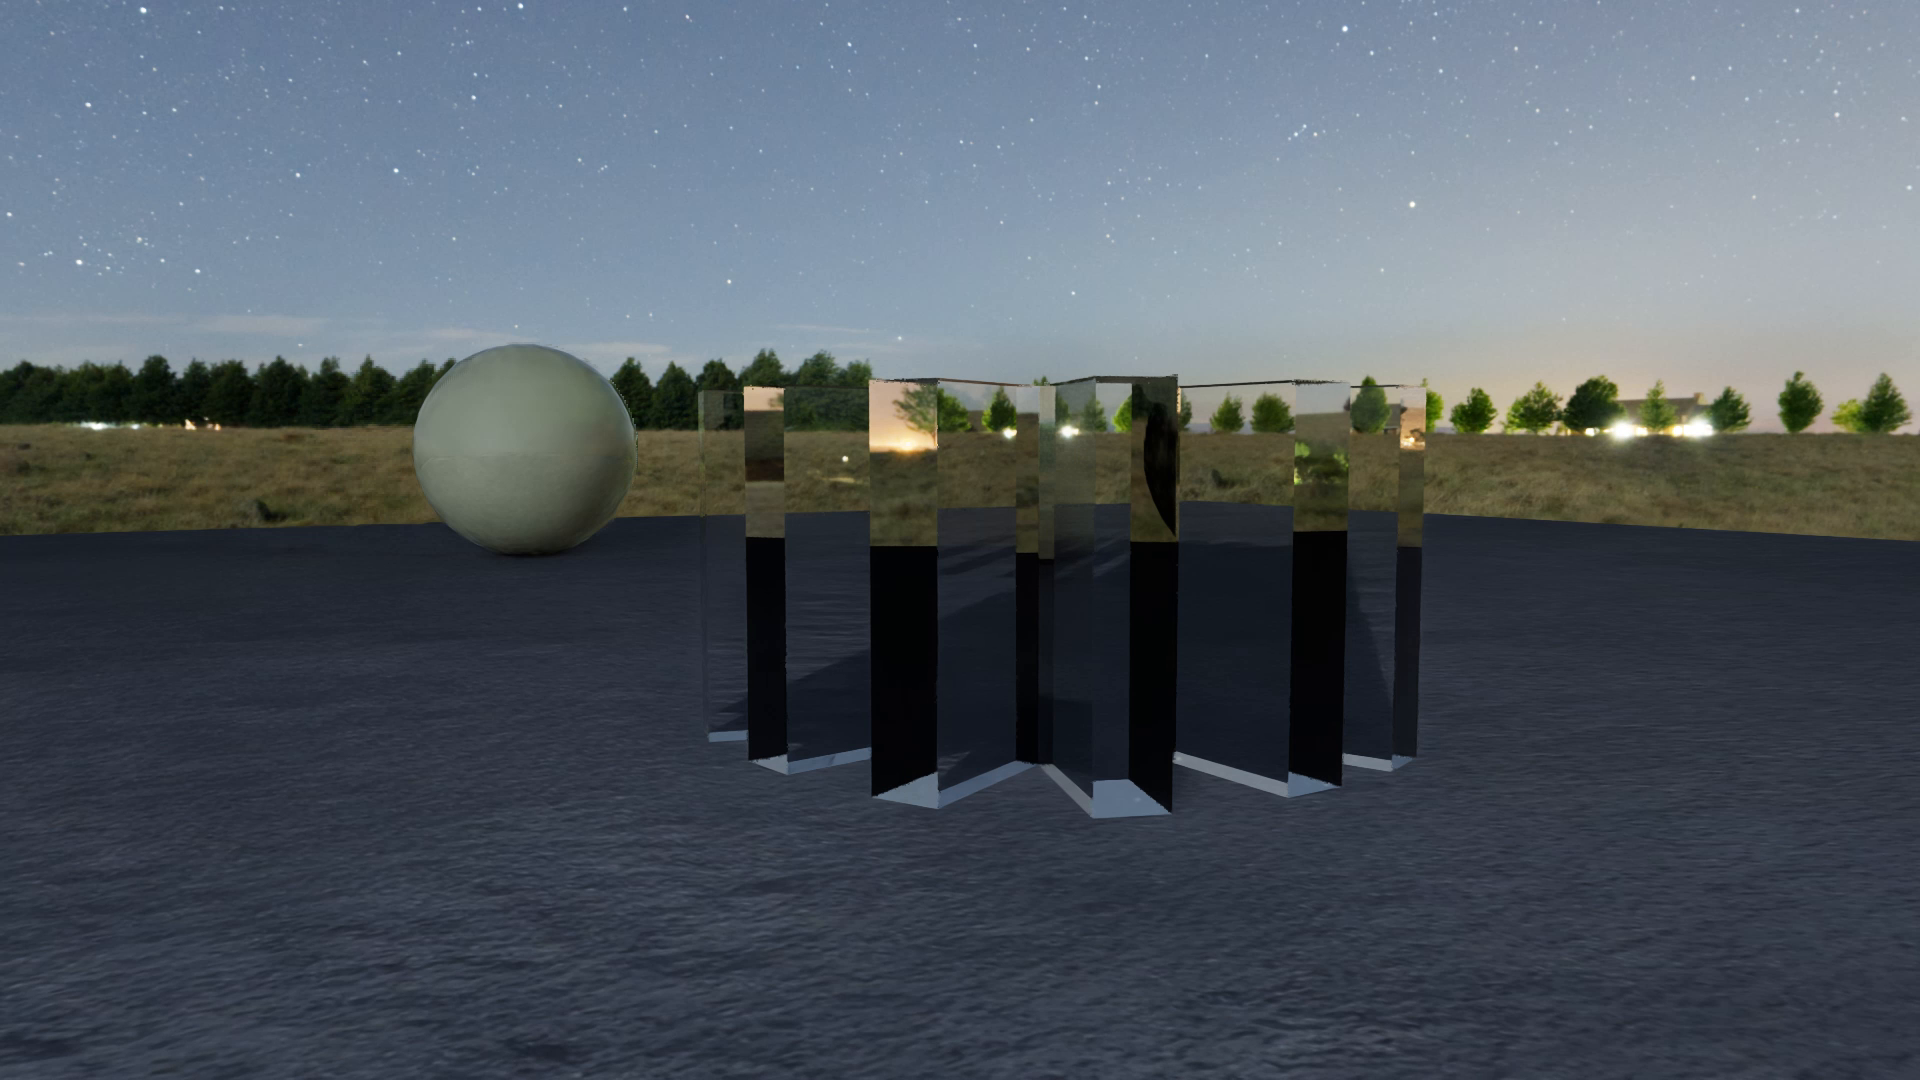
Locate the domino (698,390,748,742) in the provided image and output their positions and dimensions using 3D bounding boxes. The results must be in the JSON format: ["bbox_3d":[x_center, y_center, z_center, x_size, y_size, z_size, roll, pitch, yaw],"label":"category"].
[{"bbox_3d":[-0.025,0.003,0.189,0.025,0.050,0.010,-1,4,-16],"label":"domino"}]

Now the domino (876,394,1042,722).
[{"bbox_3d":[0.000,0.003,0.200,0.025,0.050,0.009,0,4,5],"label":"domino"}]

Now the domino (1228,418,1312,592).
[{"bbox_3d":[0.092,-0.011,0.379,0.025,0.050,0.009,-3,5,-36],"label":"domino"}]

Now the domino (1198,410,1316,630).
[{"bbox_3d":[0.070,-0.005,0.304,0.025,0.050,0.010,4,6,43],"label":"domino"}]

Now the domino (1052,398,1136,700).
[{"bbox_3d":[0.023,0.001,0.224,0.010,0.050,0.025,0,4,-5],"label":"domino"}]

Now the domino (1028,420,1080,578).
[{"bbox_3d":[0.031,-0.014,0.418,0.010,0.050,0.025,2,5,23],"label":"domino"}]

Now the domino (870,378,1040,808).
[{"bbox_3d":[0.000,0.005,0.161,0.010,0.050,0.025,3,5,32],"label":"domino"}]

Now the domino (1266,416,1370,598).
[{"bbox_3d":[0.099,-0.009,0.356,0.025,0.050,0.009,0,4,2],"label":"domino"}]

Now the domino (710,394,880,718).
[{"bbox_3d":[-0.026,0.002,0.206,0.025,0.050,0.010,2,5,20],"label":"domino"}]

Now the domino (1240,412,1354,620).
[{"bbox_3d":[0.084,-0.006,0.319,0.025,0.050,0.009,3,5,37],"label":"domino"}]

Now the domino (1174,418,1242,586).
[{"bbox_3d":[0.076,-0.012,0.394,0.010,0.050,0.025,3,5,37],"label":"domino"}]

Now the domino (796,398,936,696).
[{"bbox_3d":[-0.017,0.001,0.227,0.025,0.050,0.009,4,6,40],"label":"domino"}]

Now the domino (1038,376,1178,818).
[{"bbox_3d":[0.017,0.006,0.157,0.010,0.050,0.025,-1,4,-11],"label":"domino"}]

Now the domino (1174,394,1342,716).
[{"bbox_3d":[0.048,0.002,0.208,0.025,0.050,0.010,-2,5,-24],"label":"domino"}]

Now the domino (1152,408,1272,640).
[{"bbox_3d":[0.057,-0.004,0.290,0.010,0.050,0.025,-4,6,-45],"label":"domino"}]

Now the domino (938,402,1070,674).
[{"bbox_3d":[0.008,-0.001,0.248,0.025,0.050,0.009,4,6,41],"label":"domino"}]

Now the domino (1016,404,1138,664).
[{"bbox_3d":[0.023,-0.002,0.260,0.010,0.050,0.025,-4,6,-40],"label":"domino"}]

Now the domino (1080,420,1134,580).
[{"bbox_3d":[0.047,-0.013,0.410,0.009,0.050,0.025,2,5,25],"label":"domino"}]

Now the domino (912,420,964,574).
[{"bbox_3d":[-0.007,-0.015,0.431,0.010,0.050,0.025,1,5,18],"label":"domino"}]

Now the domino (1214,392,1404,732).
[{"bbox_3d":[0.053,0.003,0.194,0.025,0.050,0.010,-1,4,-9],"label":"domino"}]

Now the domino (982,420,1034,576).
[{"bbox_3d":[0.016,-0.014,0.423,0.010,0.050,0.025,2,5,20],"label":"domino"}]

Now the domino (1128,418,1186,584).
[{"bbox_3d":[0.062,-0.013,0.403,0.009,0.050,0.025,2,5,28],"label":"domino"}]

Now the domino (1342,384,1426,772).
[{"bbox_3d":[0.049,0.004,0.176,0.025,0.050,0.010,3,5,38],"label":"domino"}]

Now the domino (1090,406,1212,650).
[{"bbox_3d":[0.040,-0.003,0.275,0.009,0.050,0.025,-4,6,-41],"label":"domino"}]

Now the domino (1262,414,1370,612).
[{"bbox_3d":[0.092,-0.007,0.333,0.025,0.050,0.010,2,5,27],"label":"domino"}]

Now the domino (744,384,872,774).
[{"bbox_3d":[-0.016,0.004,0.175,0.025,0.050,0.010,-4,6,-40],"label":"domino"}]

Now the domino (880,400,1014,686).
[{"bbox_3d":[-0.003,0.000,0.235,0.025,0.050,0.010,4,6,44],"label":"domino"}]

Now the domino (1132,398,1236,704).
[{"bbox_3d":[0.039,0.001,0.222,0.009,0.050,0.025,2,5,29],"label":"domino"}]

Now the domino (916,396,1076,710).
[{"bbox_3d":[0.006,0.001,0.214,0.025,0.050,0.010,2,5,28],"label":"domino"}]

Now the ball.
[{"bbox_3d":[-0.163,-0.034,0.484,0.080,0.080,0.080,0,4,0],"label":"ball"}]

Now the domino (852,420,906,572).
[{"bbox_3d":[-0.027,-0.015,0.438,0.009,0.050,0.025,2,5,19],"label":"domino"}]

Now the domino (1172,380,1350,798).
[{"bbox_3d":[0.037,0.005,0.166,0.009,0.050,0.025,-3,5,-33],"label":"domino"}]
